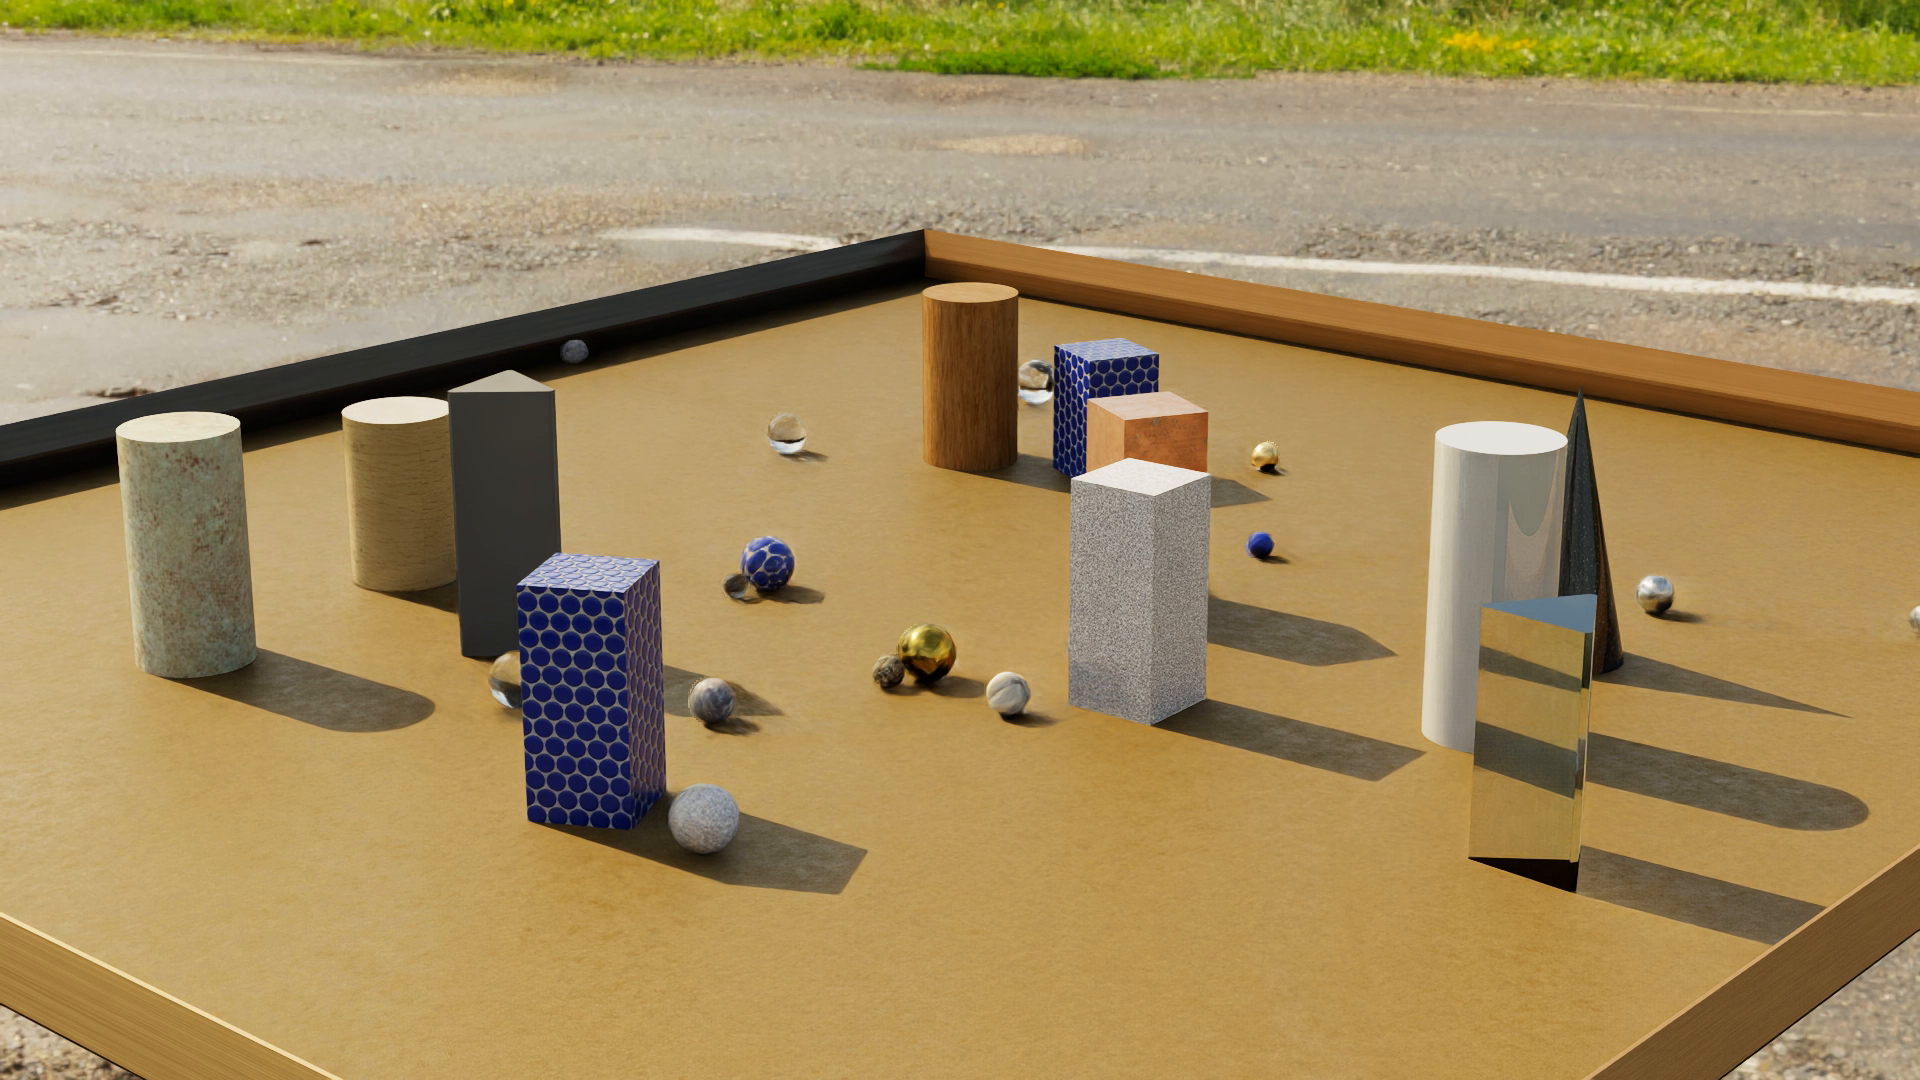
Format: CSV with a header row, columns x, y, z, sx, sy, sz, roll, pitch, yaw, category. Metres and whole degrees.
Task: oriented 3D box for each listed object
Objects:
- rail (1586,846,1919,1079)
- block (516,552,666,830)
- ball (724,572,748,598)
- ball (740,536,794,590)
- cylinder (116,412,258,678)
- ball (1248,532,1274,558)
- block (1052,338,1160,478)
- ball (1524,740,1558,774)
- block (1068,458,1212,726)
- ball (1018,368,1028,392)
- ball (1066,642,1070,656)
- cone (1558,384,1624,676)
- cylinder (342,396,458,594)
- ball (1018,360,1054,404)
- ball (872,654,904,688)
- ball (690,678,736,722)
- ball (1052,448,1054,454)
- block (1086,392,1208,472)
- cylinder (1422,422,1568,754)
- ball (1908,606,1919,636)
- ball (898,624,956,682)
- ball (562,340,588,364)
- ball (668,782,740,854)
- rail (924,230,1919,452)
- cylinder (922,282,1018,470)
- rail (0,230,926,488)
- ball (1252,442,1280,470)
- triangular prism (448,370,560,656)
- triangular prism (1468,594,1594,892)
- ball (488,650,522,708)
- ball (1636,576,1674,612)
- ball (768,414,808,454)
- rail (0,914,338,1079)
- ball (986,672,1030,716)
x,y,z,sx,sy,sz,roll,pitch,yaw,category
1.391,0.380,3.964,0.045,0.125,4.008,14,22,39,rail
-0.517,0.212,4.139,0.155,0.349,0.155,4,17,12,block
-0.390,0.079,5.106,0.044,0.044,0.044,0,17,0,ball
-0.338,0.041,5.145,0.096,0.096,0.096,0,17,0,ball
-1.250,0.006,4.747,0.193,0.392,0.193,0,17,0,cylinder
0.547,0.008,5.334,0.048,0.048,0.048,0,17,0,ball
0.290,-0.257,5.858,0.155,0.254,0.155,-8,18,-24,block
0.853,0.318,4.308,0.048,0.048,0.048,0,17,0,ball
0.278,0.078,4.550,0.155,0.367,0.155,13,21,36,block
0.120,-0.357,6.526,0.059,0.059,0.059,0,17,0,ball
0.202,0.180,4.749,0.059,0.059,0.059,0,17,0,ball
0.991,-0.029,4.745,0.193,0.461,0.193,0,17,0,cone
-0.986,-0.081,5.184,0.193,0.306,0.193,0,17,0,cylinder
0.166,-0.346,6.427,0.096,0.096,0.096,0,17,0,ball
-0.114,0.209,4.664,0.052,0.052,0.052,0,17,0,ball
-0.380,0.246,4.510,0.069,0.069,0.069,0,17,0,ball
0.212,-0.180,5.960,0.047,0.047,0.047,0,17,0,ball
0.318,-0.058,5.024,0.155,0.355,0.155,-6,18,-20,block
0.801,0.071,4.407,0.193,0.464,0.193,0,17,0,cylinder
1.614,0.136,4.897,0.056,0.056,0.056,0,17,0,ball
-0.052,0.181,4.687,0.092,0.092,0.092,0,17,0,ball
-0.890,-0.435,6.785,0.059,0.059,0.059,0,17,0,ball
-0.351,0.381,4.016,0.097,0.097,0.097,0,17,0,ball
1.298,-0.401,6.552,3.731,0.125,0.045,14,22,39,rail
0.021,-0.333,5.950,0.193,0.346,0.193,0,17,0,cylinder
-1.391,-0.317,6.276,0.045,0.125,4.008,14,22,39,rail
0.615,-0.168,5.907,0.056,0.056,0.056,0,17,0,ball
-0.738,-0.045,4.823,0.167,0.446,0.145,-1,17,-2,triangular prism
0.804,0.262,3.950,0.167,0.363,0.145,16,23,42,triangular prism
-0.688,0.217,4.568,0.092,0.092,0.092,0,17,0,ball
1.192,0.093,5.027,0.065,0.065,0.065,0,17,0,ball
-0.355,-0.218,6.025,0.082,0.082,0.082,0,17,0,ball
-1.298,0.463,3.689,3.731,0.125,0.045,14,22,39,rail
0.075,0.237,4.541,0.068,0.068,0.068,0,17,0,ball
